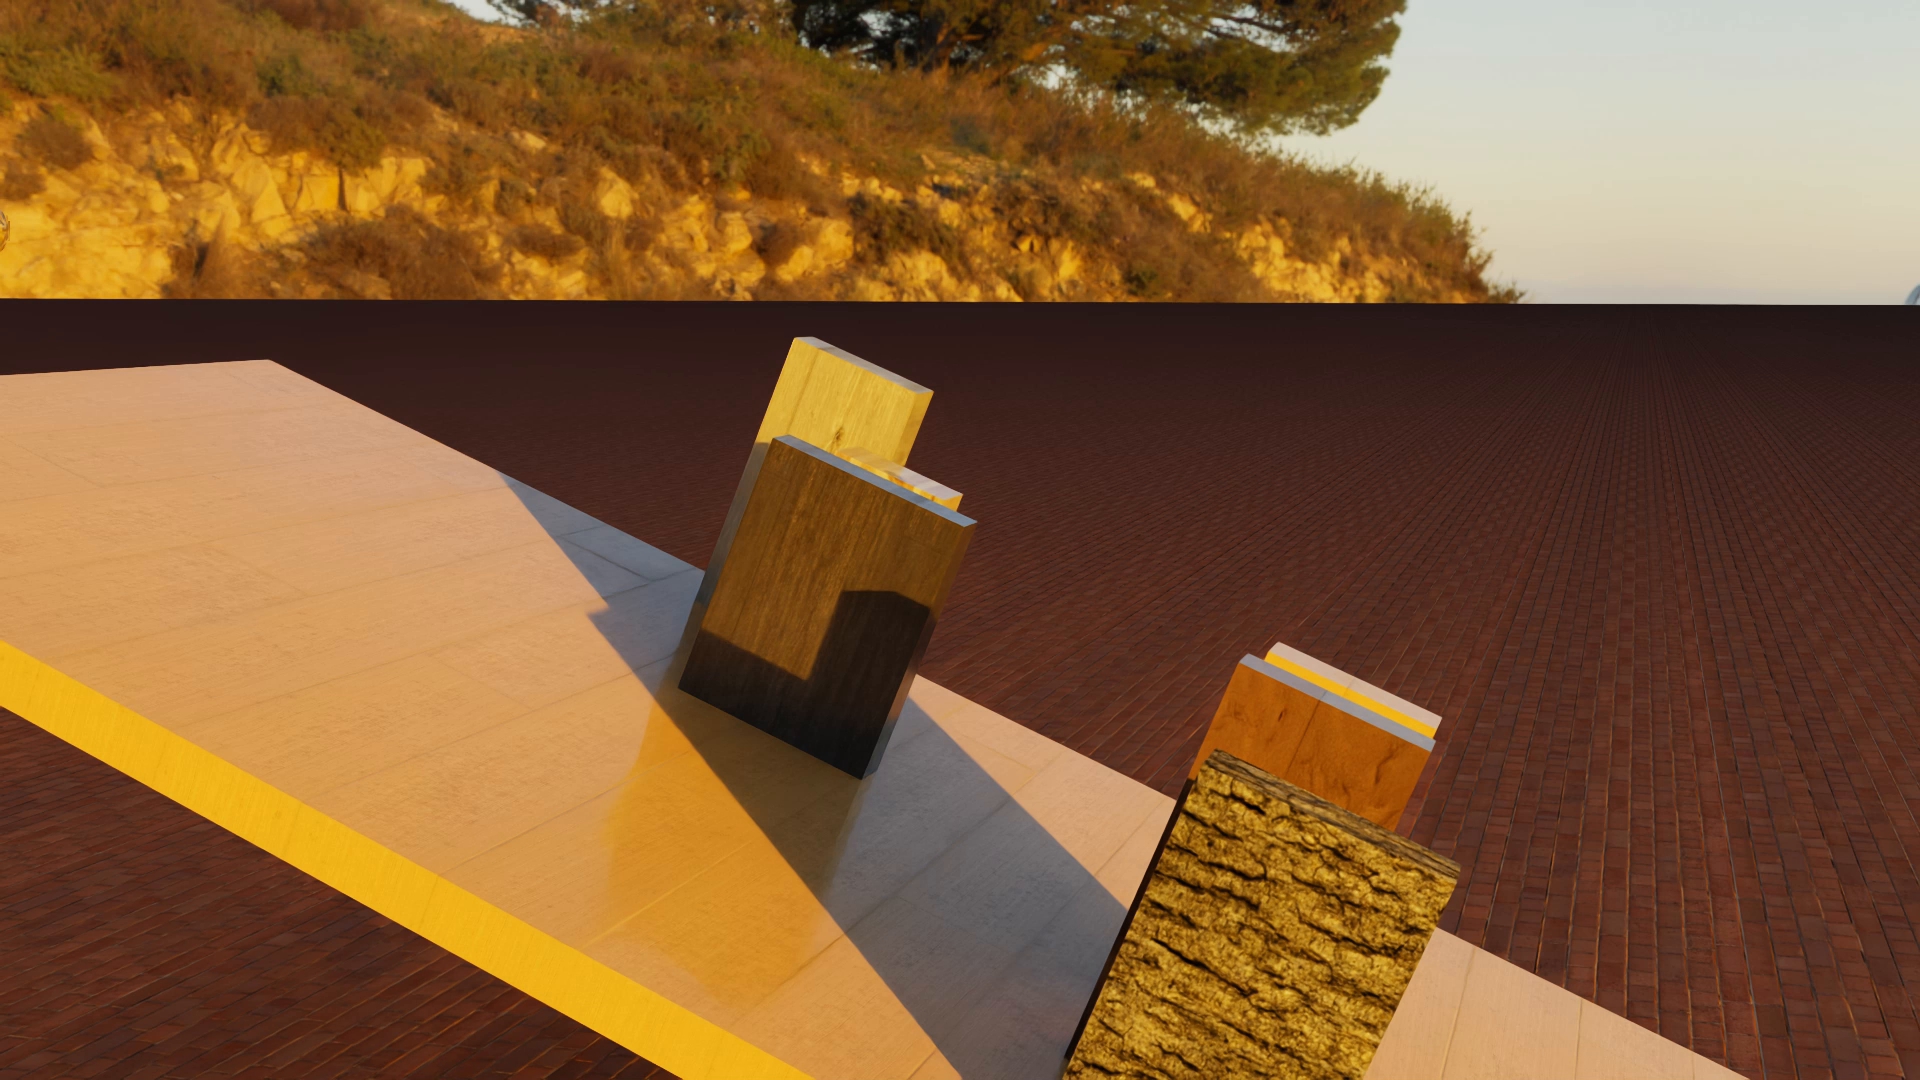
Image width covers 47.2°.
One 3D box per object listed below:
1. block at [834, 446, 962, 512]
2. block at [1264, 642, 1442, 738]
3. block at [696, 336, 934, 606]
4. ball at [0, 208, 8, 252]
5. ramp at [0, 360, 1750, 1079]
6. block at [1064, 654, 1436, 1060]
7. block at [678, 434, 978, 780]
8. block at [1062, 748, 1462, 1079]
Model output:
[{"bbox_3d":[-0.222,0.092,4.699,0.257,0.519,0.134,25,13,13],"label":"block"},{"bbox_3d":[0.537,0.547,3.748,0.301,0.676,0.105,25,13,13],"label":"block"},{"bbox_3d":[-0.333,-0.097,4.986,0.314,0.652,0.114,25,13,13],"label":"block"},{"bbox_3d":[-1.985,-0.622,4.395,0.152,0.152,0.152,0,7,0],"label":"ball"},{"bbox_3d":[-0.300,0.528,4.191,4.000,0.100,2.000,25,13,13],"label":"ramp"},{"bbox_3d":[0.447,0.567,3.441,0.316,0.709,0.086,25,13,13],"label":"block"},{"bbox_3d":[-0.268,0.132,4.380,0.427,0.554,0.092,25,13,13],"label":"block"},{"bbox_3d":[0.394,0.668,3.093,0.372,0.643,0.108,25,13,13],"label":"block"}]
